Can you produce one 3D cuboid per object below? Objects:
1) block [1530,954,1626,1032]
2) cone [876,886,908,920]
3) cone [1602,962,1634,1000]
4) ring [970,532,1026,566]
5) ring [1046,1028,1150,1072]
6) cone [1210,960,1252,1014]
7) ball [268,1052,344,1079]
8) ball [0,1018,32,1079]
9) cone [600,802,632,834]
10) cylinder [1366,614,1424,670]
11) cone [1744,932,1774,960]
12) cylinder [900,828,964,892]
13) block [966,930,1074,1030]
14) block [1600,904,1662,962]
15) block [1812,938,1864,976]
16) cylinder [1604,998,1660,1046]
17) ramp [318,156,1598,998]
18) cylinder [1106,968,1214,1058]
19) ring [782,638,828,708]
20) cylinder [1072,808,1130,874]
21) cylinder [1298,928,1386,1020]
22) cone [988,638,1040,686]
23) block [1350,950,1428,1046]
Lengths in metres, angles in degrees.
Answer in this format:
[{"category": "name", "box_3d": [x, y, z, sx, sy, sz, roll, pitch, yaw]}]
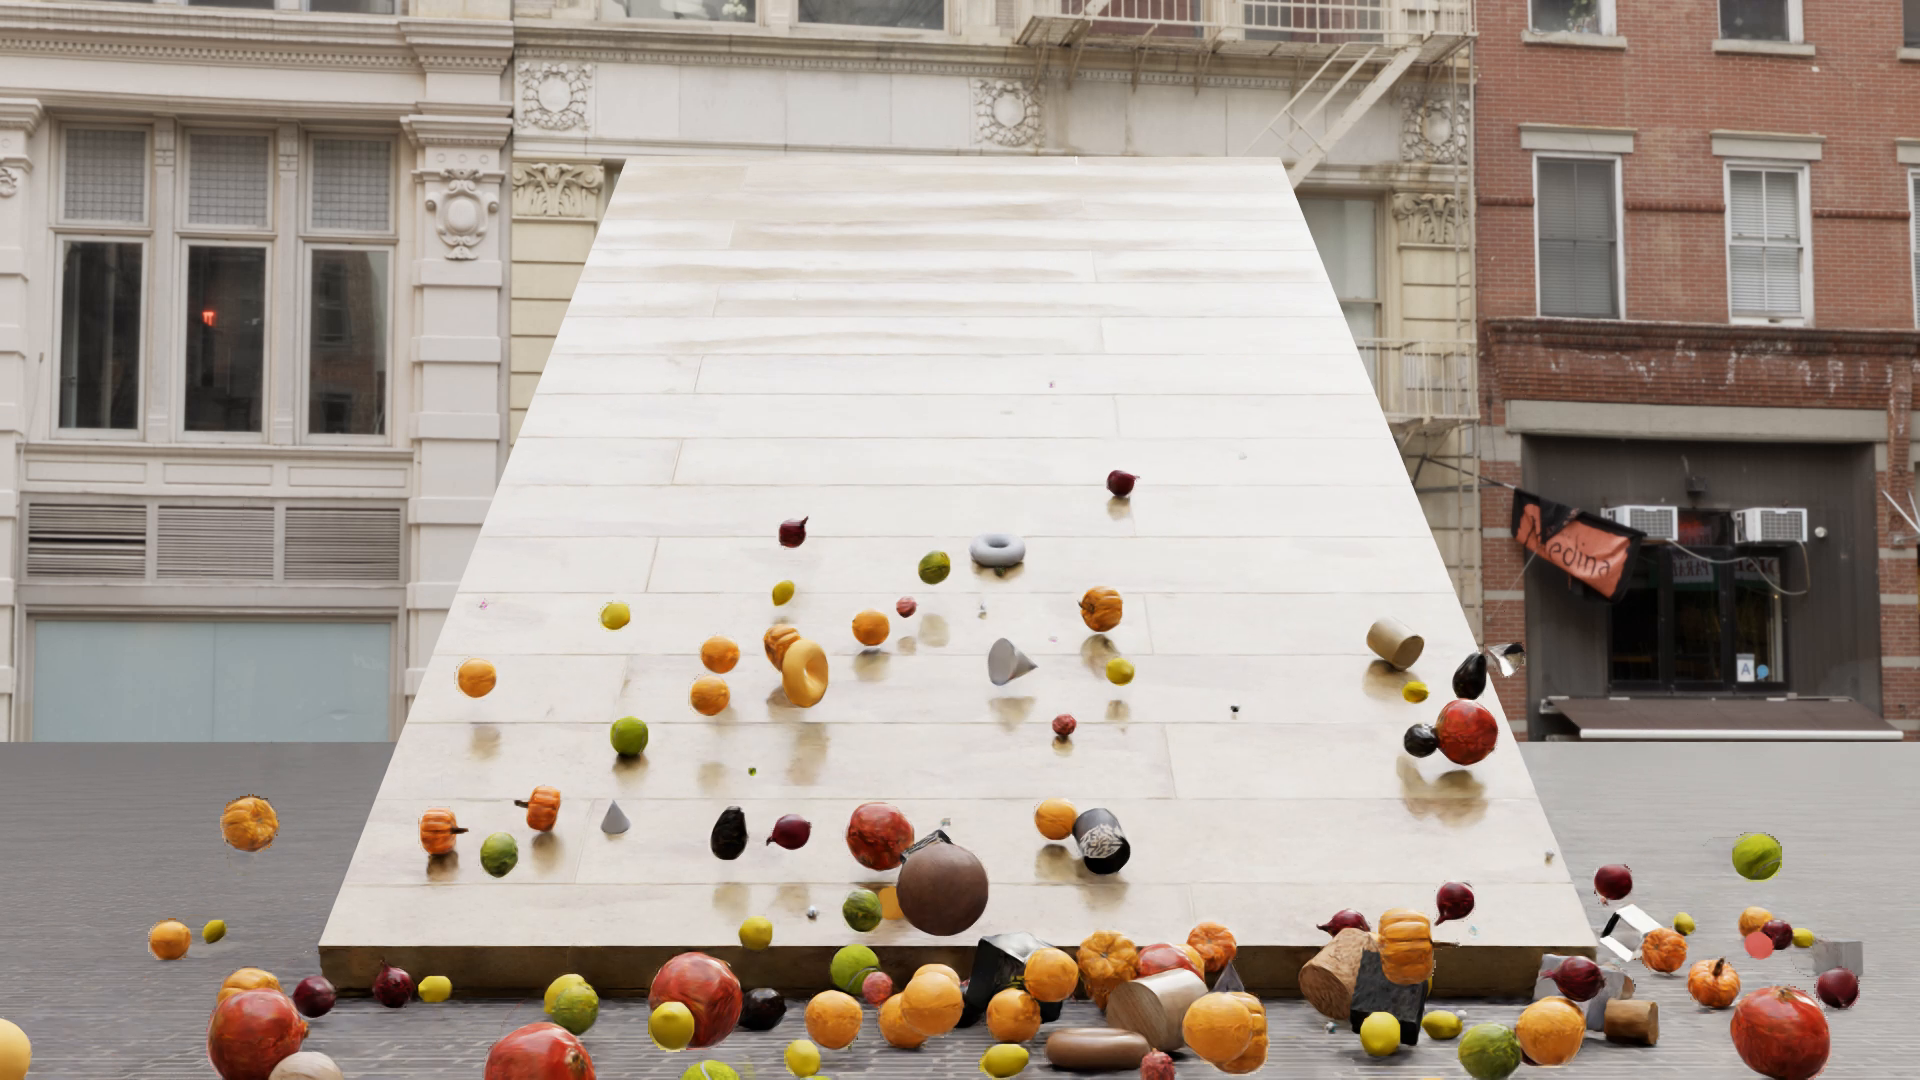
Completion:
[{"category": "block", "box_3d": [0.842, 0.617, 3.228, 0.083, 0.083, 0.083, 11, -3, 44]}, {"category": "cone", "box_3d": [-0.099, 0.577, 3.787, 0.054, 0.054, 0.054, -2, -2, 19]}, {"category": "cone", "box_3d": [0.981, 0.658, 3.585, 0.072, 0.072, 0.072, -1, 24, 14]}, {"category": "ring", "box_3d": [0.077, 0.020, 4.872, 0.116, 0.039, 0.116, 0, 26, 0]}, {"category": "ring", "box_3d": [0.172, 0.637, 2.962, 0.131, 0.044, 0.131, 1, -5, 0]}, {"category": "cone", "box_3d": [0.394, 0.647, 3.466, 0.071, 0.071, 0.071, 1, 9, 0]}, {"category": "ball", "box_3d": [-0.688, 0.579, 2.492, 0.081, 0.081, 0.081, 0, -5, 0]}, {"category": "ball", "box_3d": [-1.111, 0.593, 2.713, 0.089, 0.089, 0.089, 0, -5, 0]}, {"category": "cone", "box_3d": [-0.581, 0.459, 3.986, 0.052, 0.052, 0.052, 0, 27, 0]}, {"category": "cylinder", "box_3d": [0.822, 0.193, 4.477, 0.076, 0.076, 0.076, 4, 25, -42]}, {"category": "cone", "box_3d": [1.481, 0.762, 4.409, 0.052, 0.052, 0.052, 0, -25, 5]}, {"category": "cylinder", "box_3d": [-0.044, 0.500, 3.694, 0.072, 0.072, 0.072, -32, 4, -16]}, {"category": "block", "box_3d": [0.082, 0.609, 3.284, 0.094, 0.094, 0.094, 2, 15, -46]}, {"category": "block", "box_3d": [1.232, 0.722, 4.354, 0.067, 0.067, 0.067, -7, 36, -45]}, {"category": "block", "box_3d": [1.520, 0.723, 4.103, 0.059, 0.059, 0.059, 4, -6, -37]}, {"category": "cylinder", "box_3d": [0.900, 0.646, 3.176, 0.058, 0.058, 0.058, -2, -5, 31]}, {"category": "ramp", "box_3d": [-0.010, -0.227, 5.509, 2.000, 0.100, 4.000, 0, 27, 0]}, {"category": "cylinder", "box_3d": [0.259, 0.612, 3.065, 0.099, 0.099, 0.099, -4, -1, 44]}, {"category": "ring", "box_3d": [-0.279, 0.240, 4.281, 0.042, 0.126, 0.126, -2, -5, 27]}, {"category": "cylinder", "box_3d": [0.232, 0.494, 3.887, 0.078, 0.078, 0.078, 1, 26, -14]}, {"category": "cylinder", "box_3d": [0.558, 0.628, 3.435, 0.095, 0.095, 0.095, -35, 18, -35]}, {"category": "cone", "box_3d": [0.112, 0.231, 4.398, 0.089, 0.089, 0.089, 9, -9, -34]}, {"category": "block", "box_3d": [0.567, 0.604, 3.123, 0.085, 0.085, 0.085, 9, -30, 17]}]
